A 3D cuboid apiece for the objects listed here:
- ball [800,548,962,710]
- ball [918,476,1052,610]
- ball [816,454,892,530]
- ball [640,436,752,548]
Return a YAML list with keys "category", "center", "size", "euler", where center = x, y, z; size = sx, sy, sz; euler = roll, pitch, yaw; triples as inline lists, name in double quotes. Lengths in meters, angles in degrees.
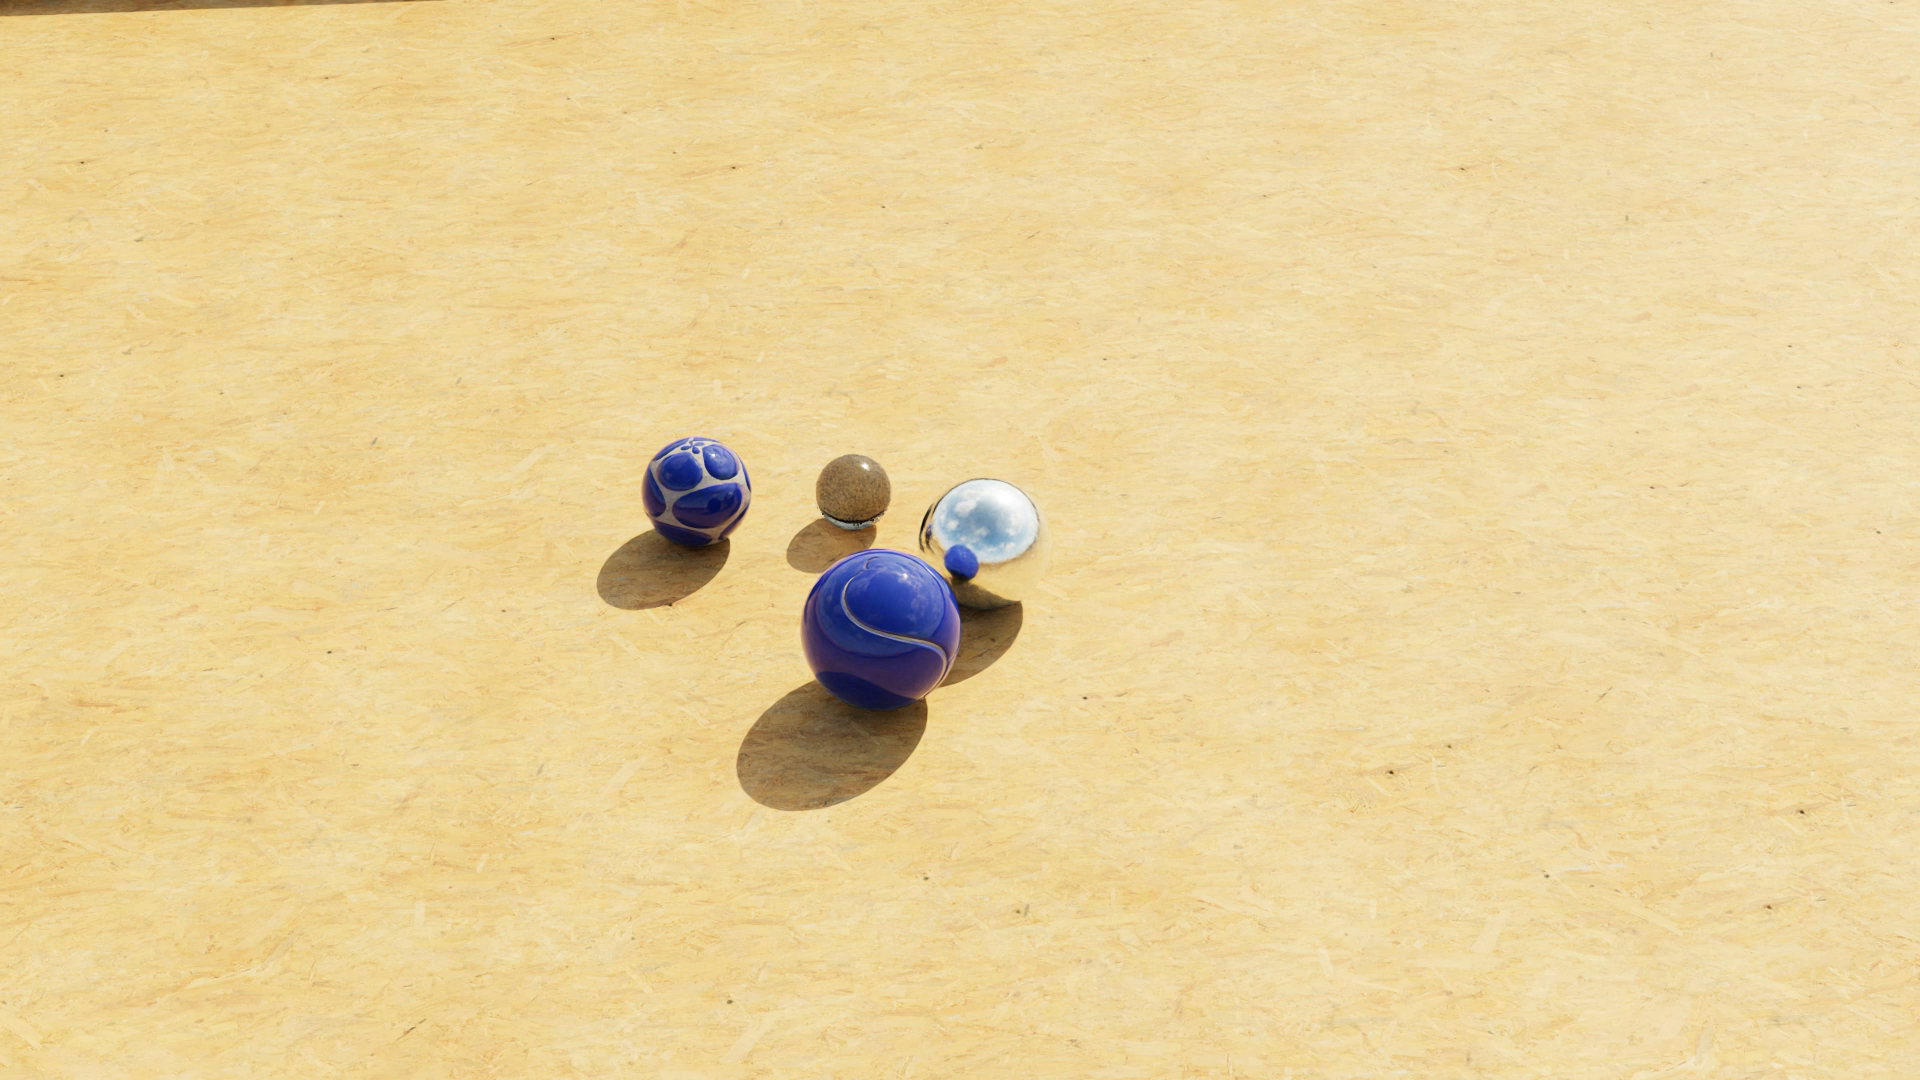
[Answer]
- category: "ball"
  center: [-0.045, 0.051, 1.466]
  size: [0.093, 0.093, 0.093]
  euler: [0, 37, 0]
- category: "ball"
  center: [0.015, 0.002, 1.542]
  size: [0.081, 0.081, 0.081]
  euler: [0, 37, 0]
- category: "ball"
  center: [-0.067, -0.030, 1.612]
  size: [0.048, 0.048, 0.048]
  euler: [0, 37, 0]
- category: "ball"
  center: [-0.164, -0.030, 1.595]
  size: [0.069, 0.069, 0.069]
  euler: [0, 37, 0]
